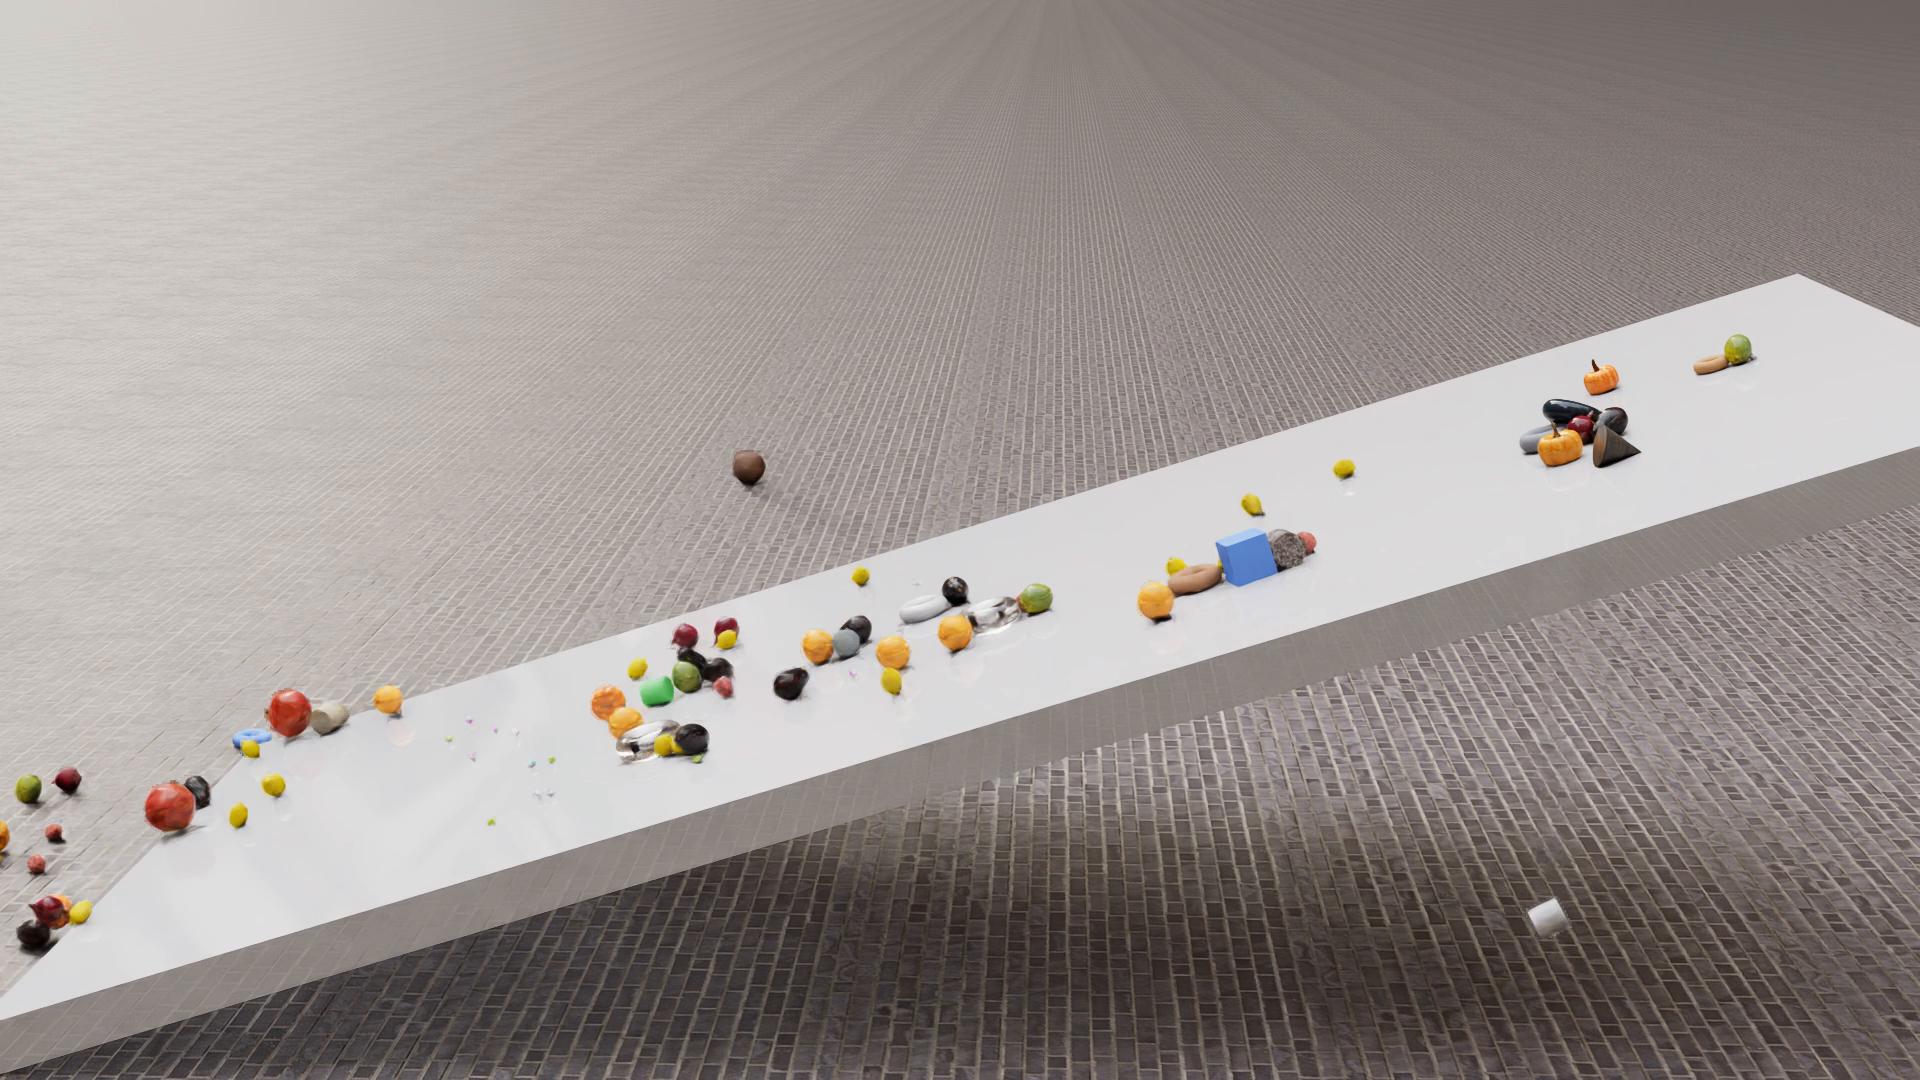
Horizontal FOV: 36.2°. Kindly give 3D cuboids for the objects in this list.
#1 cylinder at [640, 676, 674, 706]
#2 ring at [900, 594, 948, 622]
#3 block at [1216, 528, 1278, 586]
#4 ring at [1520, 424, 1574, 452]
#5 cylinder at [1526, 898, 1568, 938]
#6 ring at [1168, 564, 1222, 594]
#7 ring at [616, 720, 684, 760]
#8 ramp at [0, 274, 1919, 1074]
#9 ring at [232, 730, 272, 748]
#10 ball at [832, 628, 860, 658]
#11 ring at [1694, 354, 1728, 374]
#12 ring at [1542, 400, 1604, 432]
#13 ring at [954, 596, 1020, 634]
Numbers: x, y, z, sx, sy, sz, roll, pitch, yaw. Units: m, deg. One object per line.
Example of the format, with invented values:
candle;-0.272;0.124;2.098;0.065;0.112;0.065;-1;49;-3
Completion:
cylinder;-0.659;0.329;6.397;0.057;0.057;0.057;-15;7;17
ring;-0.080;0.149;6.412;0.111;0.037;0.111;-17;11;4
block;0.564;0.034;5.792;0.084;0.084;0.084;-19;10;-8
ring;1.217;-0.212;6.104;0.114;0.038;0.114;-17;9;3
cylinder;1.040;0.669;5.206;0.055;0.055;0.055;-27;11;4
ring;0.468;0.078;5.858;0.111;0.037;0.111;-16;11;3
ring;-0.630;0.407;5.970;0.143;0.048;0.143;-16;11;3
ramp;0.099;0.183;6.312;4.000;0.100;2.000;-17;10;5
ring;-1.884;0.529;7.823;0.102;0.034;0.102;0;13;0
ball;-0.242;0.219;6.256;0.061;0.061;0.061;0;11;0
ring;1.617;-0.378;6.331;0.077;0.026;0.077;-17;12;4
ring;1.273;-0.259;6.104;0.131;0.044;0.131;16;-3;1
ring;0.056;0.158;6.109;0.143;0.048;0.143;-18;9;3
